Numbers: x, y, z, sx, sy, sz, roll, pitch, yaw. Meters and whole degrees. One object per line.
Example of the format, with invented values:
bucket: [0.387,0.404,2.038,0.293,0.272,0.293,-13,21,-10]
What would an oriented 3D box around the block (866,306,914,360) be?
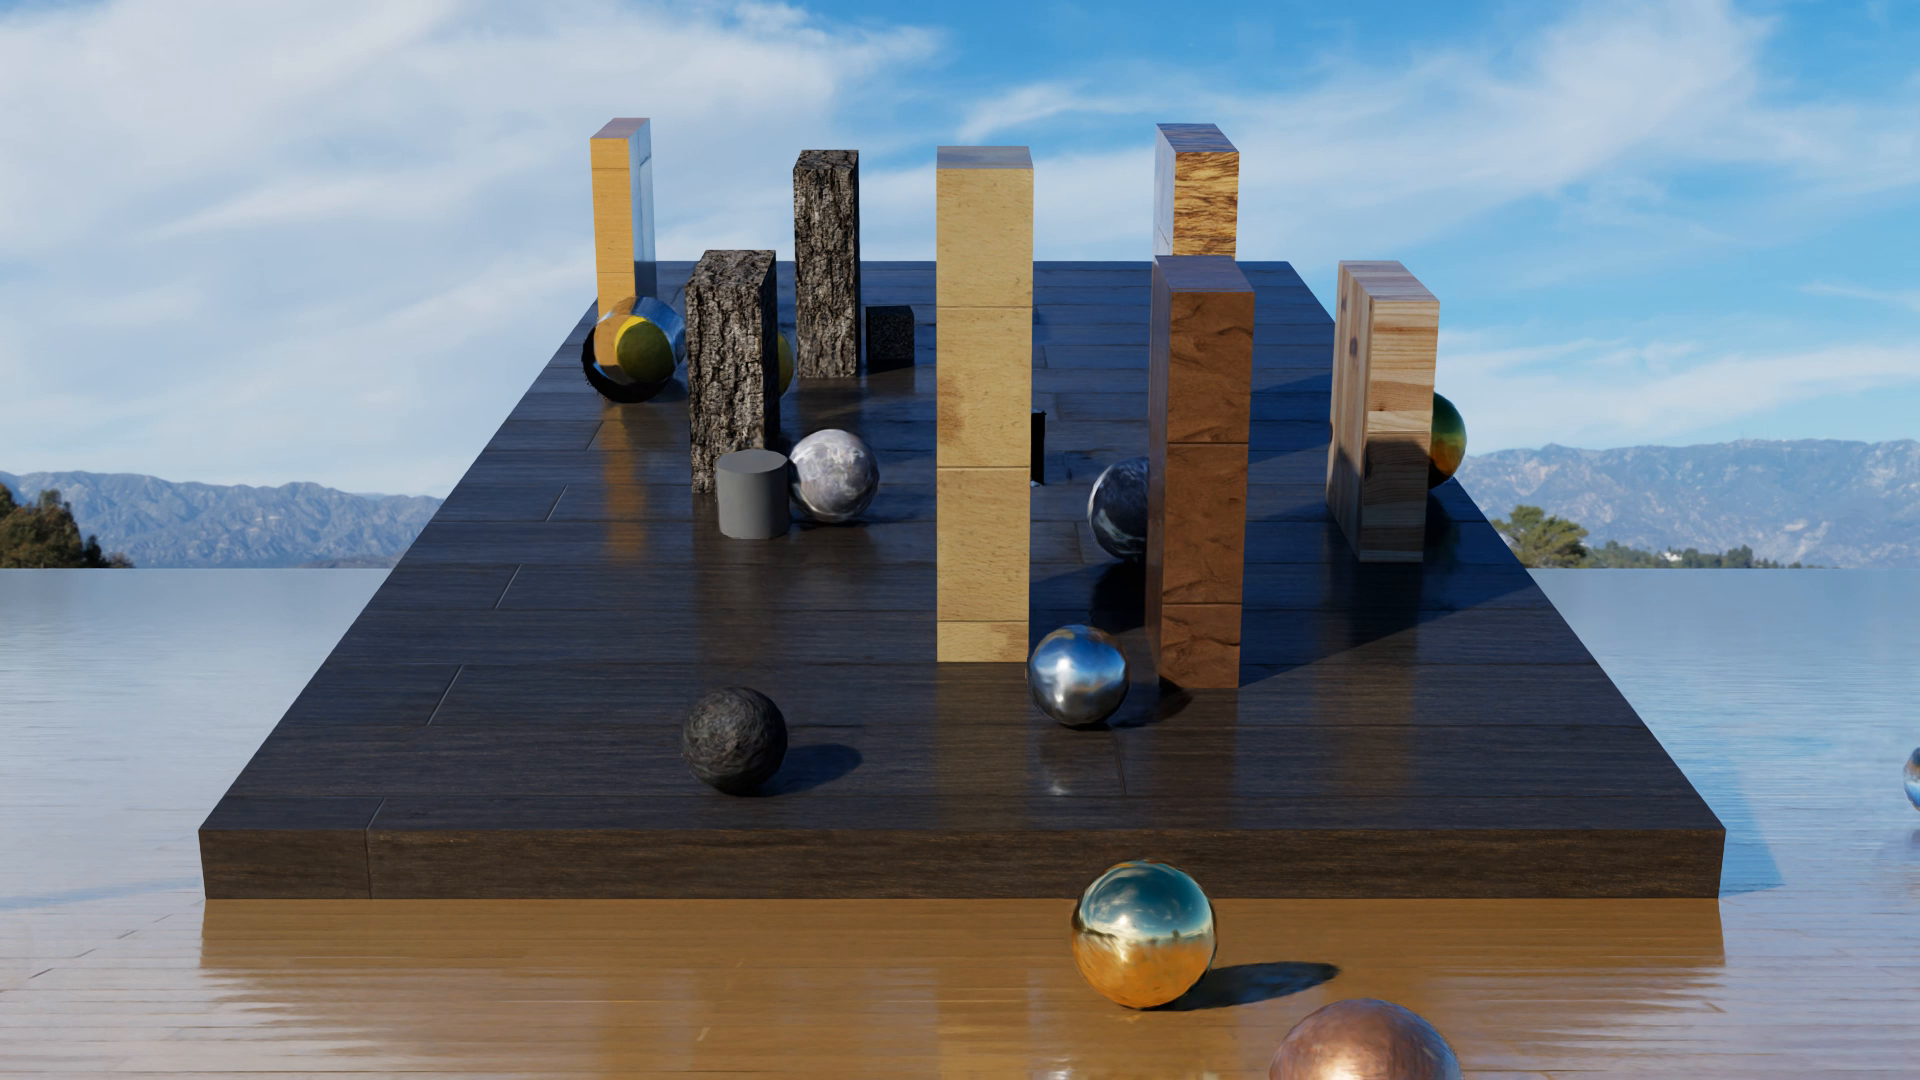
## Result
block: [-0.174,-0.515,5.534,0.109,0.109,0.109,-2,18,-7]

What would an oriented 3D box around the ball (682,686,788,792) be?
ball: [-0.305,0.270,3.028,0.143,0.143,0.143,0,-1,0]

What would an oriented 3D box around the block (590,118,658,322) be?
block: [-0.839,-0.765,5.609,0.092,0.537,0.401,0,18,0]

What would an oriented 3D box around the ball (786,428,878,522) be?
ball: [-0.240,-0.120,4.191,0.176,0.176,0.176,0,-1,0]

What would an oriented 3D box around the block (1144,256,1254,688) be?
block: [0.364,-0.110,3.448,0.120,0.612,0.290,0,18,0]

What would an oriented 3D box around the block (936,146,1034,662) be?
block: [0.036,-0.214,3.509,0.143,0.772,0.246,0,18,0]

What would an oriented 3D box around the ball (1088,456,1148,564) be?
ball: [0.322,-0.053,3.959,0.191,0.191,0.191,0,-1,0]

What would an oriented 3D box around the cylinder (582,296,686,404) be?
cylinder: [-0.747,-0.439,5.134,0.207,0.207,0.207,0,18,1]

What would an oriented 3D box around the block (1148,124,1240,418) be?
block: [0.482,-0.518,4.668,0.125,0.644,0.443,0,18,0]

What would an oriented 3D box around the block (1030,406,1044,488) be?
block: [0.066,-0.191,4.453,0.152,0.152,0.152,-8,19,-24]

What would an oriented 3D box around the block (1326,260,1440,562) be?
block: [0.769,-0.243,4.092,0.112,0.473,0.380,0,18,0]

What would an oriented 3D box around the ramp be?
ramp: [-0.003,-0.183,4.842,2.000,0.100,4.000,0,18,0]

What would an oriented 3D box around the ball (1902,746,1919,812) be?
ball: [1.689,0.410,3.816,0.147,0.147,0.147,0,-1,0]

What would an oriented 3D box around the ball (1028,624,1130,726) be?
ball: [0.174,0.197,3.248,0.149,0.149,0.149,0,-1,0]

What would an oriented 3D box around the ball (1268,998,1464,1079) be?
ball: [0.284,0.391,1.564,0.138,0.138,0.138,0,-1,0]

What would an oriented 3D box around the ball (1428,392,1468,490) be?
ball: [0.891,-0.197,4.388,0.205,0.205,0.205,0,-1,0]

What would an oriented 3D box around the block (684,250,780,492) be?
block: [-0.455,-0.348,4.519,0.145,0.411,0.393,0,18,0]

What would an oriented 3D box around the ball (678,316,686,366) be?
ball: [-0.728,-0.475,5.317,0.164,0.164,0.164,0,-1,0]

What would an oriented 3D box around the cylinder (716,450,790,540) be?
cylinder: [-0.383,-0.085,4.140,0.130,0.130,0.130,-1,22,0]

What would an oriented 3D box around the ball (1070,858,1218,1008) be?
ball: [0.184,0.393,2.234,0.148,0.148,0.148,0,-1,0]

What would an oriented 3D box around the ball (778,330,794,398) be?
ball: [-0.467,-0.389,4.964,0.199,0.199,0.199,0,-1,0]

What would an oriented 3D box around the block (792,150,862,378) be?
block: [-0.318,-0.672,5.395,0.139,0.493,0.332,0,18,0]
